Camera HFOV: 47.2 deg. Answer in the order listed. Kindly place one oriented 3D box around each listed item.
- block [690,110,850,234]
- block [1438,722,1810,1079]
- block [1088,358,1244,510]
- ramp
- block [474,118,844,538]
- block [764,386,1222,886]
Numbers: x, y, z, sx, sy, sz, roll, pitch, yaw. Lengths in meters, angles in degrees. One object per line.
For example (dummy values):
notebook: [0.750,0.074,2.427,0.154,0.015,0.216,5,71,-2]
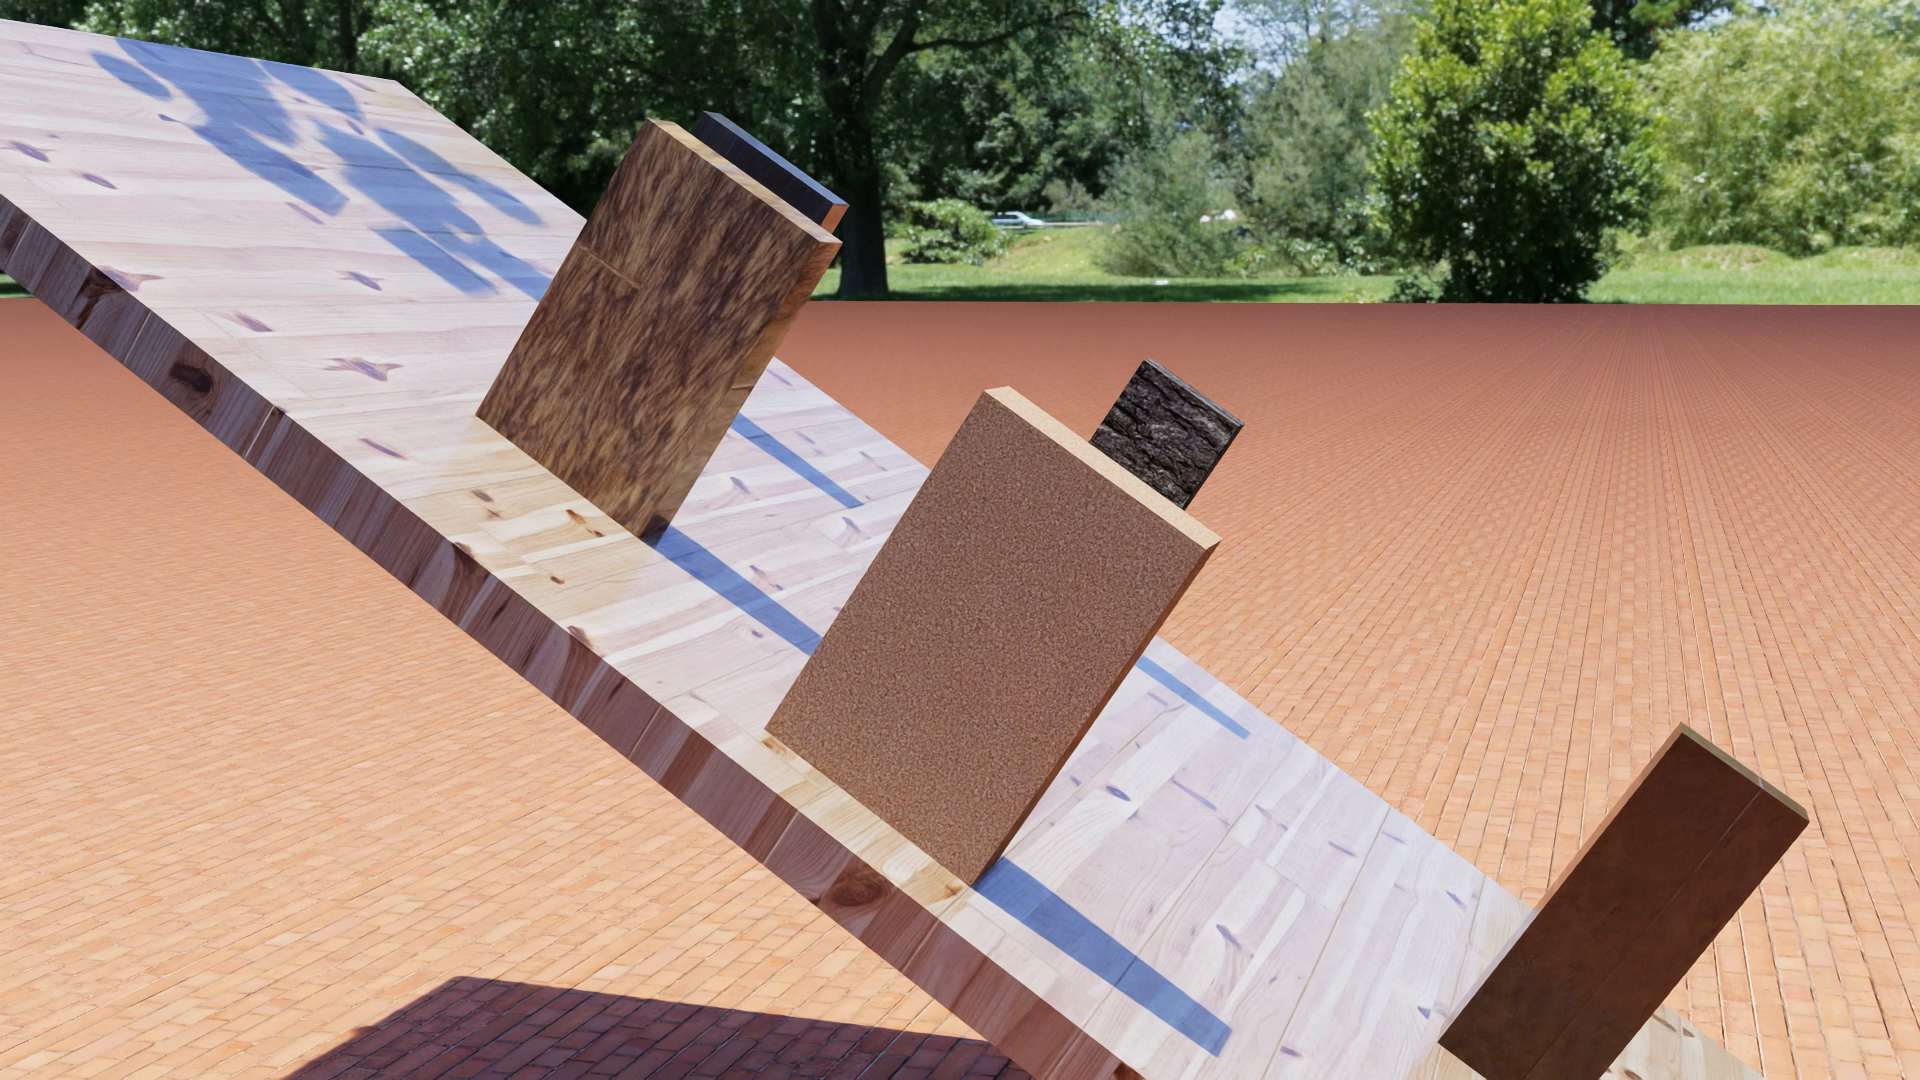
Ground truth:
block: [-0.503,-0.567,4.494,0.336,0.502,0.092,36,15,10]
block: [1.103,0.650,3.685,0.242,0.676,0.092,36,15,10]
block: [0.344,-0.089,4.661,0.241,0.547,0.084,36,15,10]
ramp: [-0.114,0.195,4.093,4.000,0.100,2.000,36,15,10]
block: [-0.505,-0.349,3.656,0.360,0.586,0.106,36,15,10]
block: [0.043,0.140,3.219,0.386,0.612,0.129,36,15,10]
